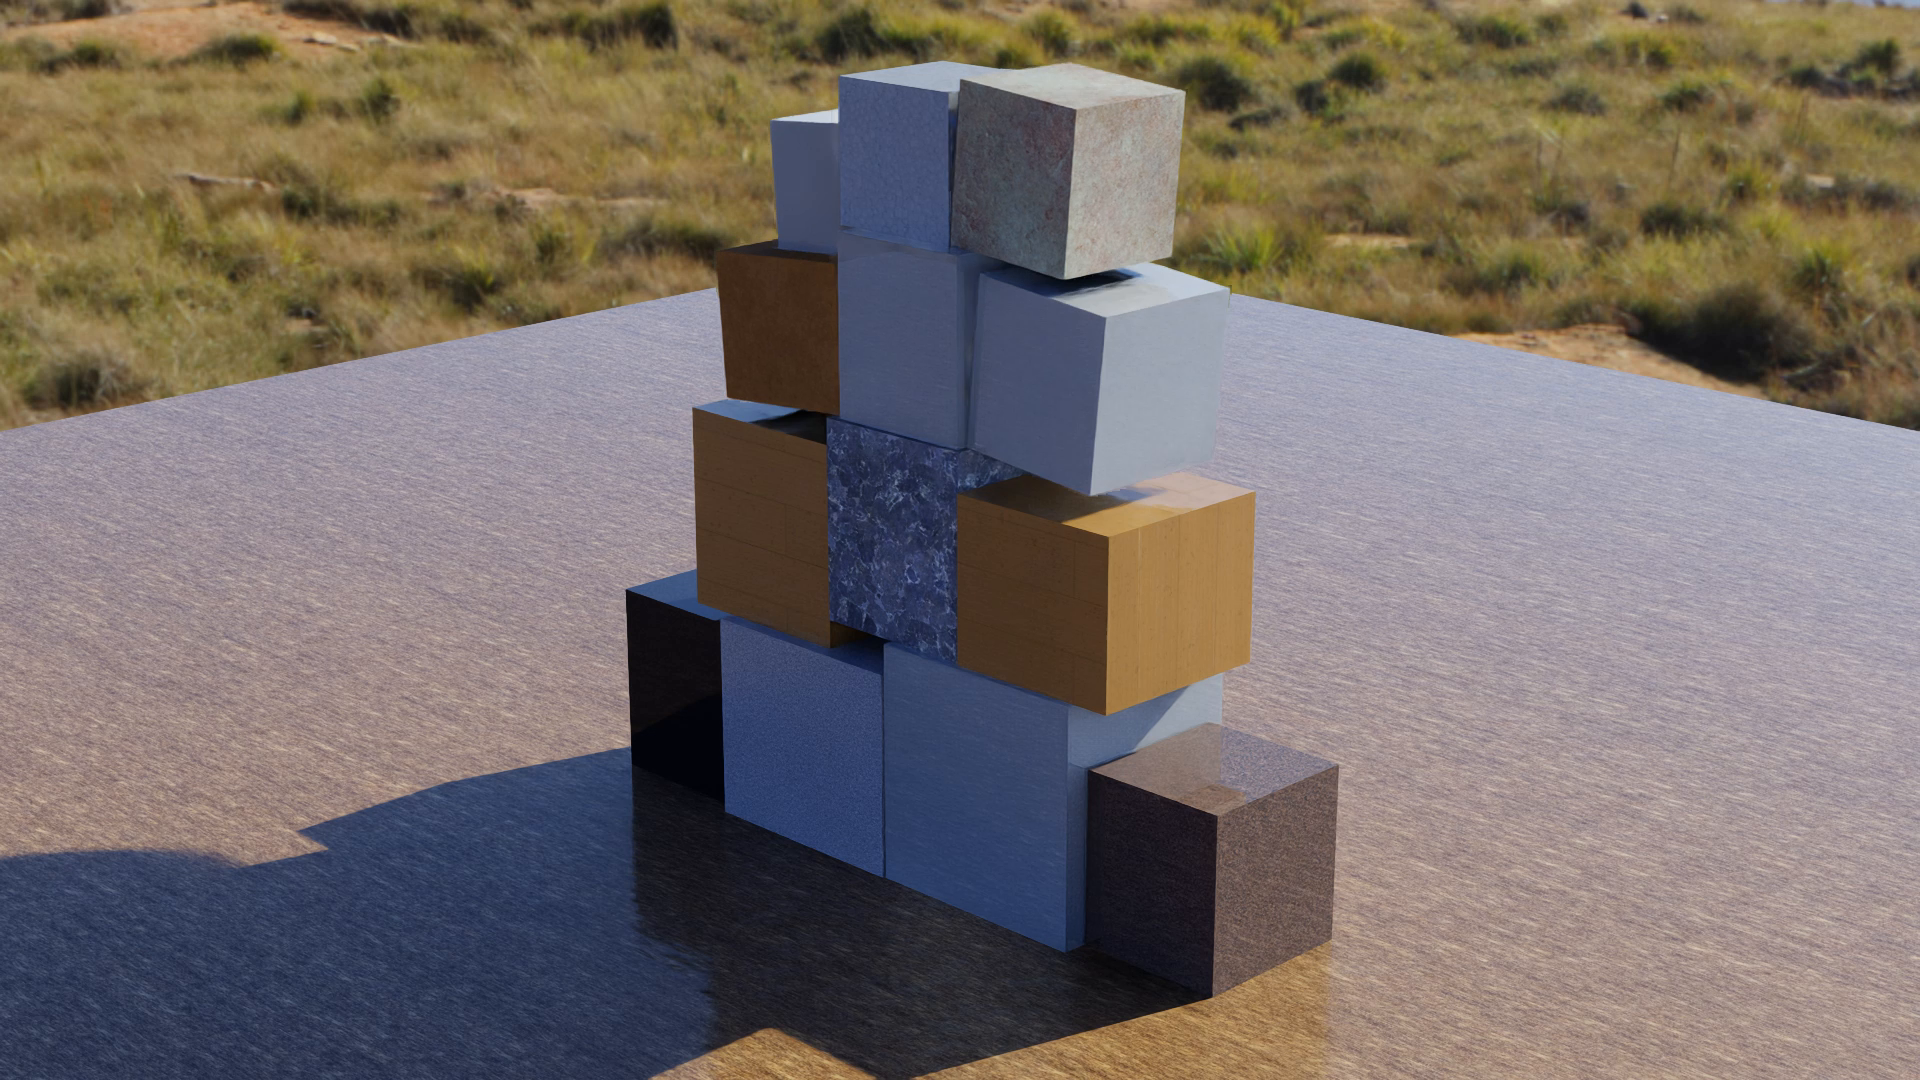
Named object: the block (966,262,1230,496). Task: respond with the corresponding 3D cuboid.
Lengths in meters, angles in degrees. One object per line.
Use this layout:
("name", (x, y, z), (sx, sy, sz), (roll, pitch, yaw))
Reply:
("block", (0.586, -0.733, 12.520), (0.778, 0.776, 0.724), (-17, 29, -42))

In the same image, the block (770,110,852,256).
("block", (-0.506, -1.635, 13.364), (0.474, 0.594, 0.493), (-17, 19, -42))

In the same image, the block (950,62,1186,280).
("block", (0.452, -1.572, 12.402), (0.672, 0.715, 0.667), (-17, 29, -42))

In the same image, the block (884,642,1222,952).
("block", (0.415, 1.018, 13.217), (1.011, 1.133, 1.124), (-17, 24, -42))

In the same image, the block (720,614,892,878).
("block", (-0.381, 0.850, 13.995), (1.028, 0.987, 1.103), (-17, 24, -42))

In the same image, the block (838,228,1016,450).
("block", (0.021, -0.959, 13.009), (0.839, 0.849, 0.741), (-17, 24, -42))

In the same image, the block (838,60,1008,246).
("block", (-0.063, -1.708, 12.877), (0.638, 0.659, 0.679), (-17, 24, -42))

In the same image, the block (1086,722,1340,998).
("block", (1.084, 1.361, 12.646), (0.803, 0.821, 0.719), (-17, 24, -42))

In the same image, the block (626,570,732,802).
("block", (-1.066, 0.677, 14.644), (0.867, 0.928, 0.793), (-17, 24, -42))

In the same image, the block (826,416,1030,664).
("block", (0.011, -0.097, 13.278), (0.887, 0.957, 0.834), (-17, 24, -42))

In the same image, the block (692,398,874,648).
("block", (-0.605, -0.159, 13.941), (0.913, 0.971, 0.941), (-17, 24, -42))

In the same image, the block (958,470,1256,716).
("block", (0.631, 0.168, 12.725), (0.940, 0.782, 0.878), (-17, 24, -42))

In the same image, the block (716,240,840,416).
("block", (-0.540, -1.028, 13.596), (0.804, 0.691, 0.803), (-17, 19, -42))
